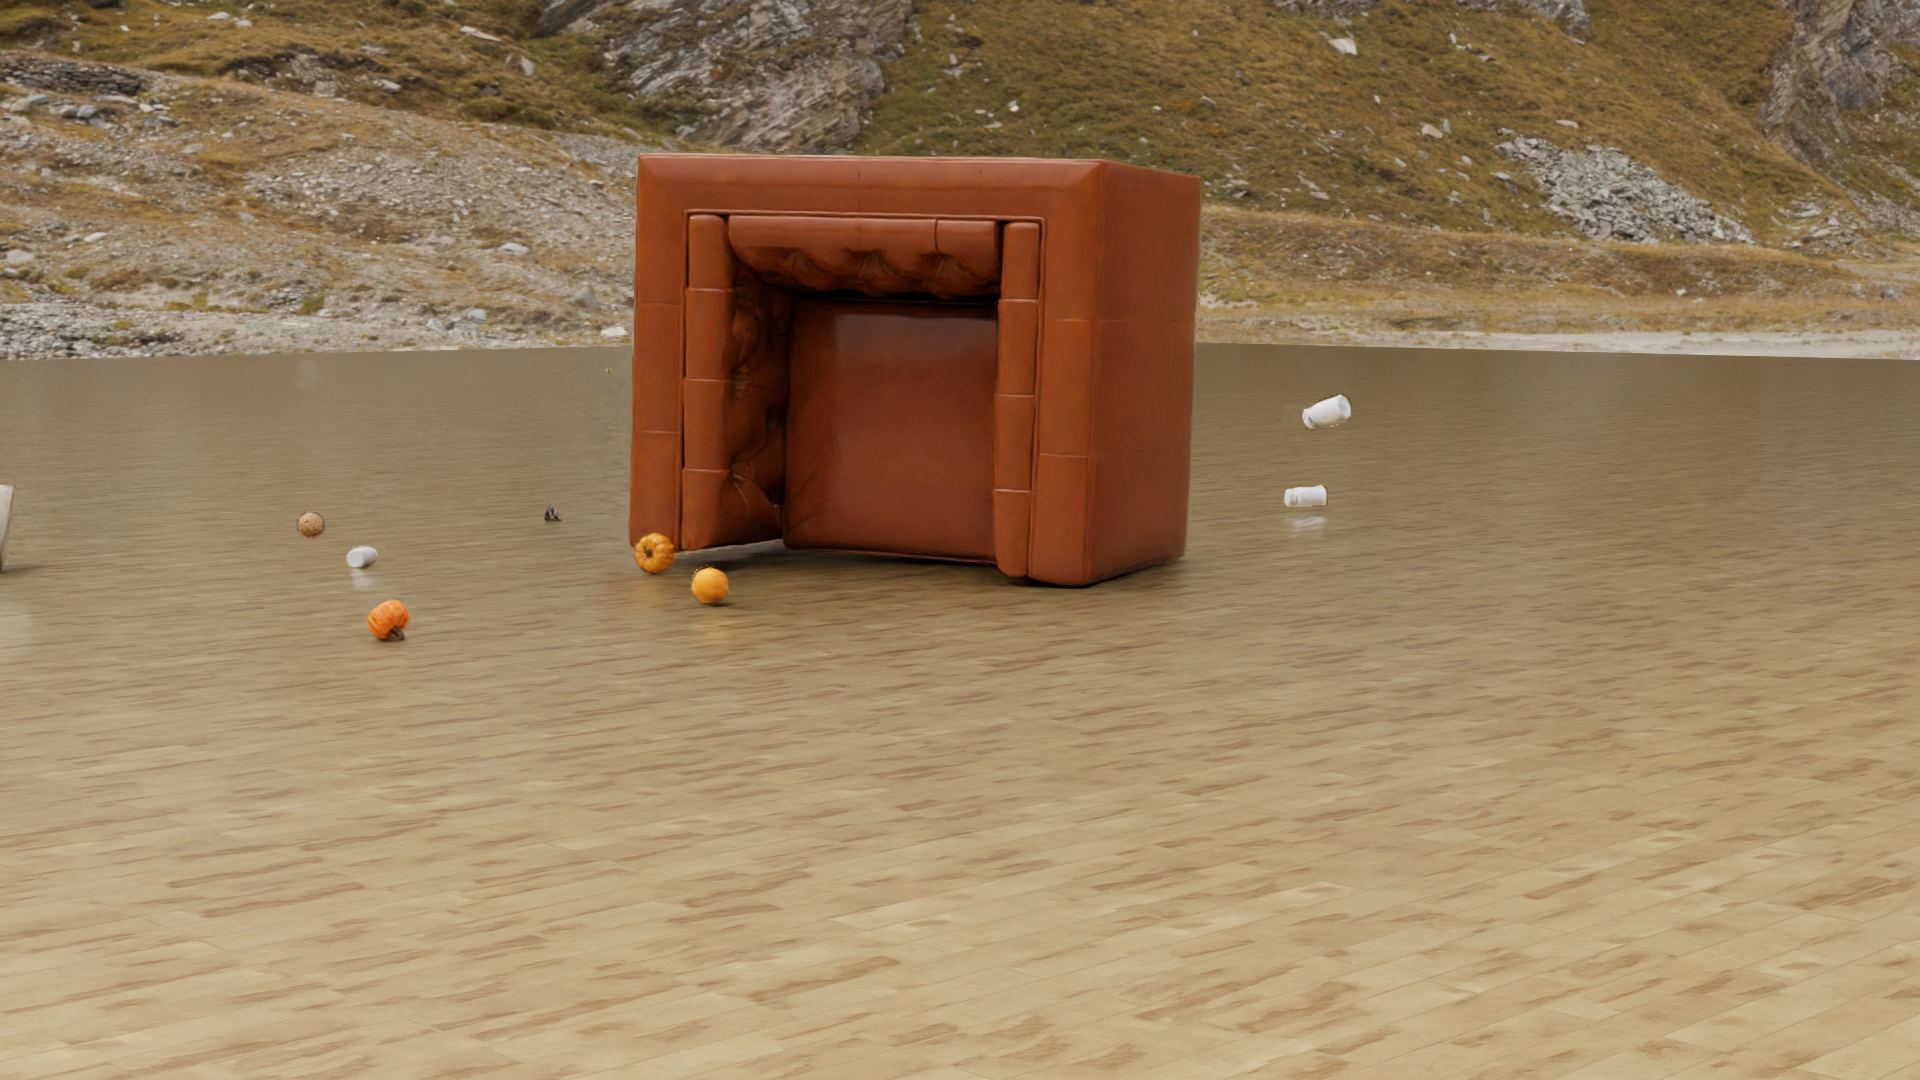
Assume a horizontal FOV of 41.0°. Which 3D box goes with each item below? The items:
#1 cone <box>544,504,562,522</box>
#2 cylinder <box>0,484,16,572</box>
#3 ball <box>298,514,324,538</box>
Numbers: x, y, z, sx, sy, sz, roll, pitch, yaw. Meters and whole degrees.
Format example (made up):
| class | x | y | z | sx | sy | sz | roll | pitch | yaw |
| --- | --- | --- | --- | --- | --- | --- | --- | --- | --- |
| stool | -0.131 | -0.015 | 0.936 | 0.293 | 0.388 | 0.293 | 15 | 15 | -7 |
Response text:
| class | x | y | z | sx | sy | sz | roll | pitch | yaw |
| --- | --- | --- | --- | --- | --- | --- | --- | --- | --- |
| cone | -1.088 | -0.062 | 6.910 | 0.049 | 0.049 | 0.034 | 31 | 13 | 19 |
| cylinder | -2.214 | -0.037 | 5.722 | 0.172 | 0.214 | 0.158 | 8 | -40 | -18 |
| ball | -1.445 | -0.033 | 5.709 | 0.054 | 0.054 | 0.054 | 0 | 6 | 0 |
